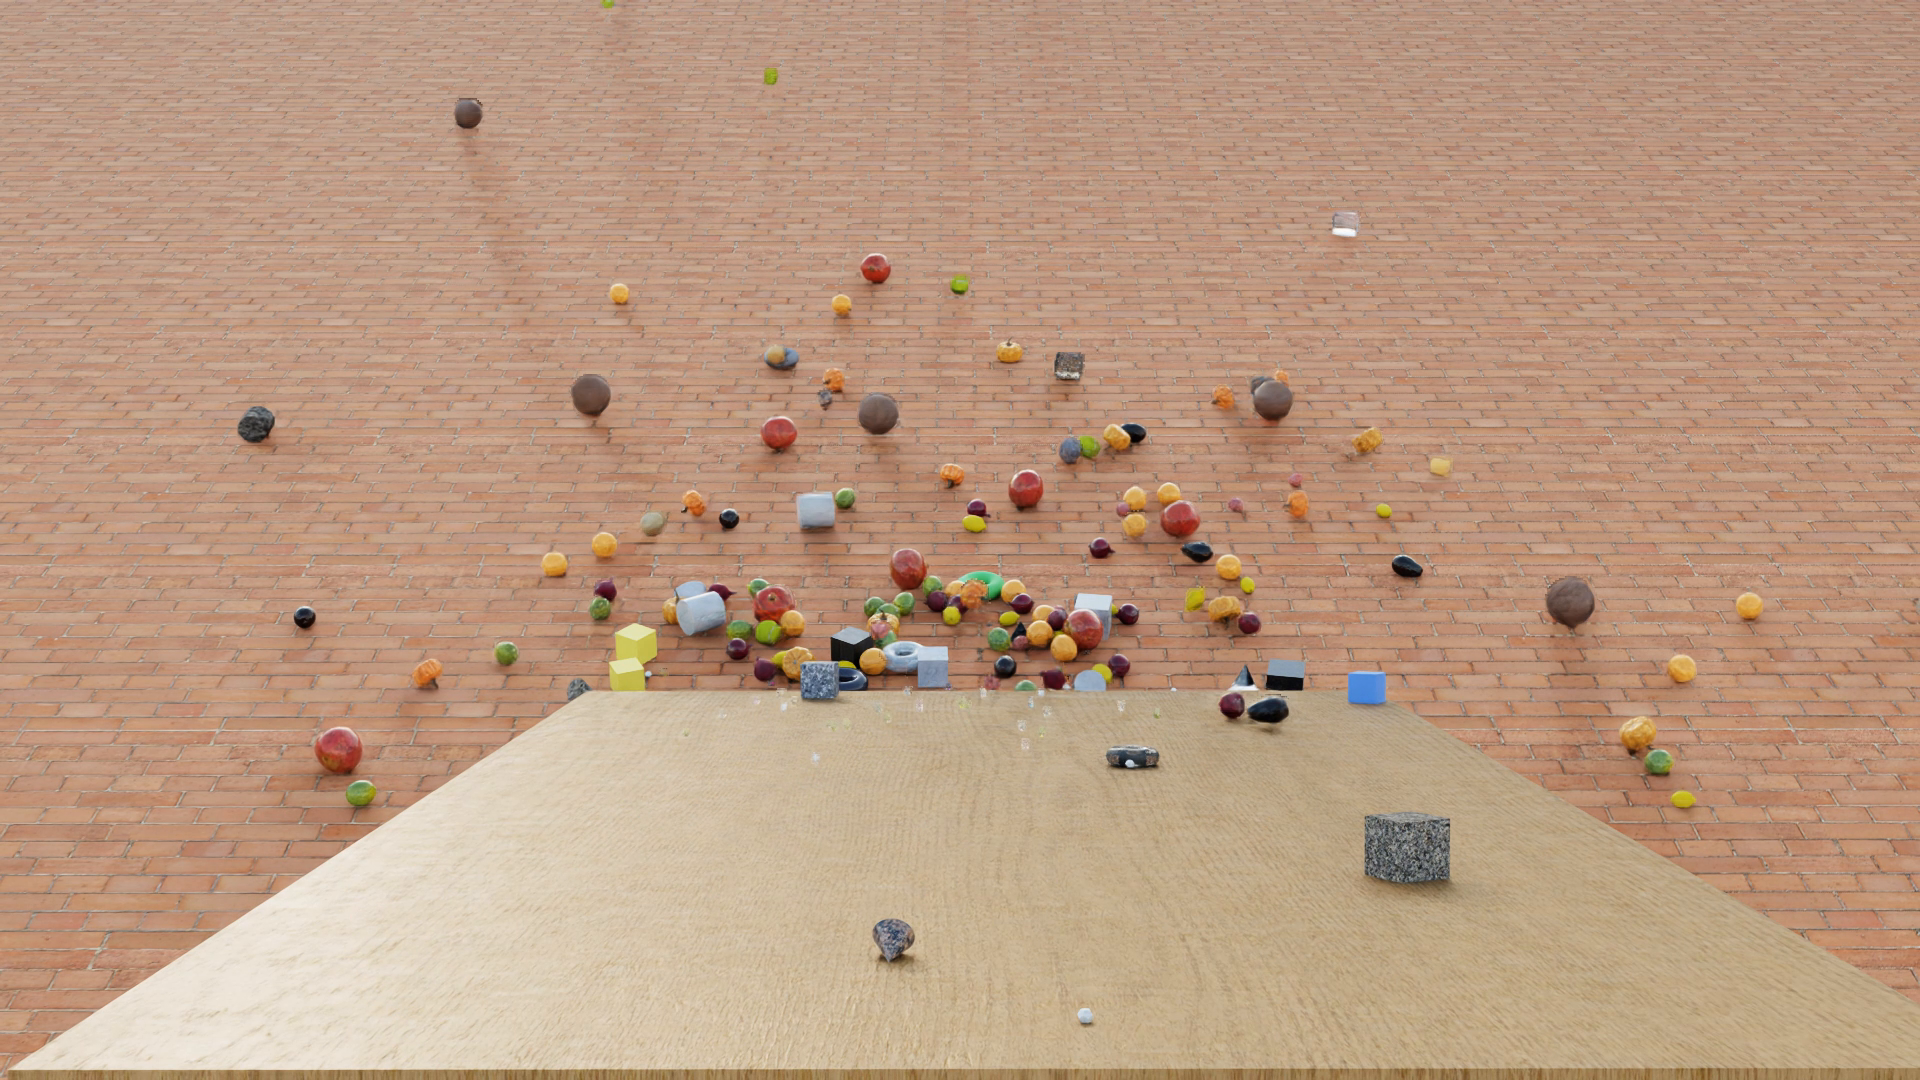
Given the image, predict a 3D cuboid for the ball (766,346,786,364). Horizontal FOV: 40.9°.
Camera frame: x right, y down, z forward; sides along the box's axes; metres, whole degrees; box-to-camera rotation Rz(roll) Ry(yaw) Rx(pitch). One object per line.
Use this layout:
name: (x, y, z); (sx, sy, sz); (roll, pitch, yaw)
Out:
ball: (-0.636, -0.640, 8.897); (0.065, 0.065, 0.065); (0, 24, 0)

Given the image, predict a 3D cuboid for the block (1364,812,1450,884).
block: (0.641, 0.440, 3.695); (0.086, 0.086, 0.086); (-1, 2, -29)

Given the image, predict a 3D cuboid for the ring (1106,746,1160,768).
ring: (0.335, 0.420, 5.005); (0.105, 0.035, 0.105); (1, 2, 0)

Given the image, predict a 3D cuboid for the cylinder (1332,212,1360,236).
cylinder: (1.542, -1.263, 10.304); (0.093, 0.093, 0.093); (7, 25, 14)

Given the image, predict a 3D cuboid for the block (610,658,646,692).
block: (-0.870, 0.361, 6.732); (0.073, 0.073, 0.073); (-10, 26, -21)

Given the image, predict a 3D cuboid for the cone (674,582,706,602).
cone: (-0.741, 0.180, 7.171); (0.094, 0.094, 0.094); (-8, 52, -18)

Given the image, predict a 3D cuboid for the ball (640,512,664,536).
ball: (-0.912, -0.047, 7.637); (0.073, 0.073, 0.073); (0, 24, 0)

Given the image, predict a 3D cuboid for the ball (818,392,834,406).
ball: (-0.449, -0.471, 8.602); (0.052, 0.052, 0.052); (0, 24, 0)

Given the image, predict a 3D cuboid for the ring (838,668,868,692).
ring: (-0.307, 0.374, 6.737); (0.136, 0.045, 0.136); (0, 23, 0)

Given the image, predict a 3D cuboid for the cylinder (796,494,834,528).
cylinder: (-0.431, -0.086, 7.692); (0.099, 0.099, 0.099); (-5, 25, -11)

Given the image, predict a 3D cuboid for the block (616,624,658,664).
block: (-0.868, 0.281, 6.905); (0.077, 0.077, 0.077); (16, 29, 32)

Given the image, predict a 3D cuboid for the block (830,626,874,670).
block: (-0.288, 0.291, 6.878); (0.081, 0.081, 0.081); (18, 30, 34)

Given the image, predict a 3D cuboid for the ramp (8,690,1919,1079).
ramp: (0.056, 0.503, 4.548); (2.000, 0.100, 4.000); (0, 2, 0)

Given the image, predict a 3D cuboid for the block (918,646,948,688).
block: (-0.072, 0.334, 6.784); (0.079, 0.079, 0.079); (0, 24, -1)

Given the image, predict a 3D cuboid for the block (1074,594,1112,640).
block: (0.364, 0.210, 7.042); (0.092, 0.092, 0.092); (4, 25, 9)

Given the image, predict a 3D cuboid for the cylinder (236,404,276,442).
cylinder: (-2.277, -0.374, 8.339); (0.092, 0.092, 0.092); (8, 47, 17)

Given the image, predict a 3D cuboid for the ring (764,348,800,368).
ring: (-0.621, -0.635, 8.979); (0.125, 0.042, 0.125); (1, 23, 0)

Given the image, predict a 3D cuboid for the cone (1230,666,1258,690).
cone: (0.741, 0.363, 6.706); (0.090, 0.090, 0.090); (0, 24, 0)

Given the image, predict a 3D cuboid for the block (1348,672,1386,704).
block: (0.987, 0.358, 6.252); (0.071, 0.071, 0.071); (1, 2, 27)

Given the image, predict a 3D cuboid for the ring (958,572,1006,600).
ring: (0.060, 0.130, 7.278); (0.136, 0.045, 0.136); (-1, 25, 0)

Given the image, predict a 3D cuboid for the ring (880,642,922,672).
ring: (-0.149, 0.312, 6.877); (0.131, 0.044, 0.131); (-1, 25, 1)

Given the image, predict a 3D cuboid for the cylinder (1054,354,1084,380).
cylinder: (0.374, -0.595, 8.840); (0.083, 0.083, 0.083); (6, 25, 13)

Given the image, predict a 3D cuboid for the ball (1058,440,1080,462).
ball: (0.347, -0.281, 8.158); (0.071, 0.071, 0.071); (0, 24, 0)

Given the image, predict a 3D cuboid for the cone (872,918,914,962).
cone: (-0.083, 0.492, 3.100); (0.052, 0.052, 0.052); (2, 29, 5)

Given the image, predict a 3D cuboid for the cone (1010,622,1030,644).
cone: (0.165, 0.245, 7.009); (0.057, 0.057, 0.057); (0, 24, 0)

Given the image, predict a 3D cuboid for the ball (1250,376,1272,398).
ball: (1.011, -0.514, 8.668); (0.077, 0.077, 0.077); (0, 24, 0)

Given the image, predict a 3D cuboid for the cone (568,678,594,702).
cone: (-0.969, 0.399, 6.696); (0.073, 0.073, 0.073); (19, 4, 36)

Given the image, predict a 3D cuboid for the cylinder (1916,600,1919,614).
cylinder: (2.694, 0.184, 7.131); (0.067, 0.067, 0.067); (18, 30, 35)

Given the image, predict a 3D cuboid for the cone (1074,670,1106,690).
cone: (0.335, 0.381, 6.730); (0.084, 0.084, 0.084); (-1, -2, -3)

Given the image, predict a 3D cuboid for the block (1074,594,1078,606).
block: (0.348, 0.191, 7.126); (0.059, 0.059, 0.059); (-1, 24, -3)

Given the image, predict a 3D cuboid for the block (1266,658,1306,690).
block: (0.844, 0.374, 6.679); (0.093, 0.093, 0.093); (5, 25, 10)

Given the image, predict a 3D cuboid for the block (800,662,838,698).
block: (-0.349, 0.347, 6.414); (0.083, 0.083, 0.083); (0, 2, 5)
